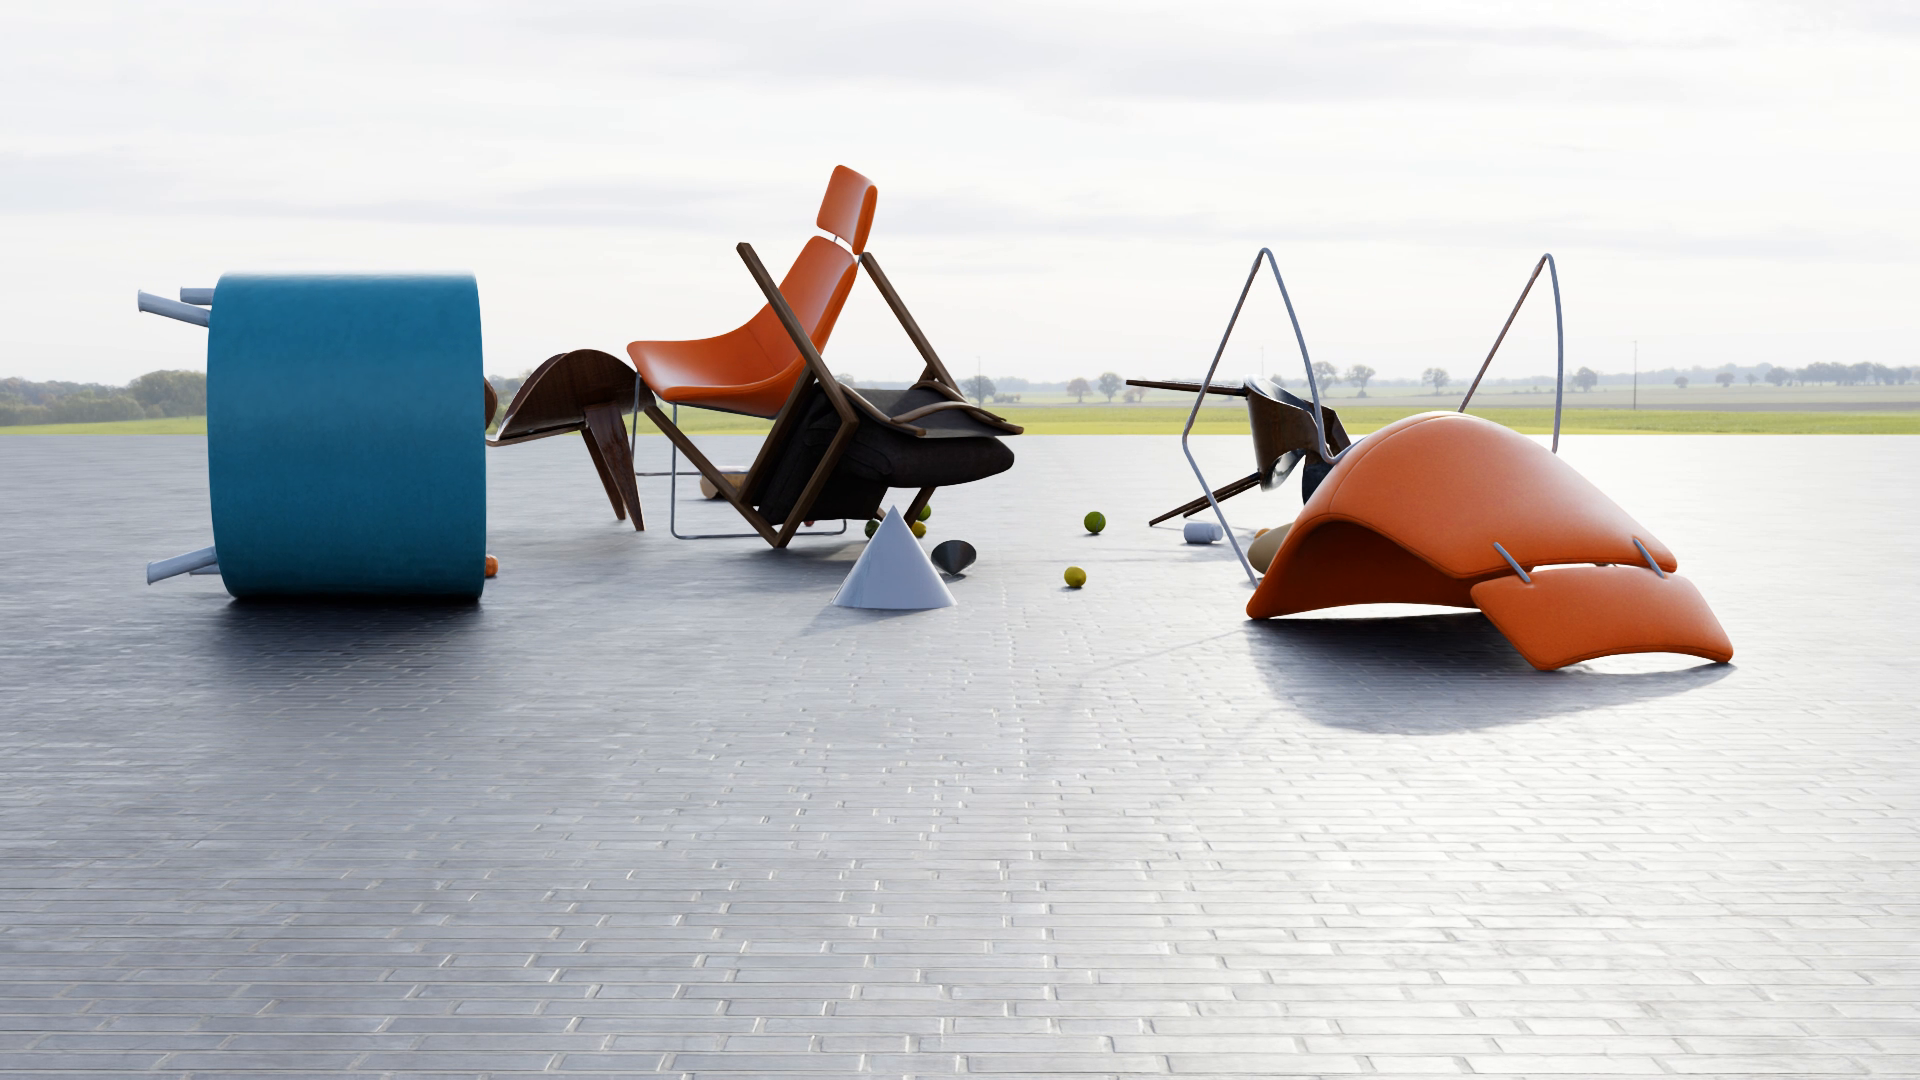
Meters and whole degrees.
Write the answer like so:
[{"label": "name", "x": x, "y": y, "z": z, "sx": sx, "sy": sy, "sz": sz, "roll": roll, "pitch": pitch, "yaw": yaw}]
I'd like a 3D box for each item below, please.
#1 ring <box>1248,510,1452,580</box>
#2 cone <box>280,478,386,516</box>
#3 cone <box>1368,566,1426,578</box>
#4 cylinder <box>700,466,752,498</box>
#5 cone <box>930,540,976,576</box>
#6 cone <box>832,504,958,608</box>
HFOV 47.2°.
[{"label": "ring", "x": 0.922, "y": 0.014, "z": 5.221, "sx": 0.483, "sy": 0.108, "sz": 0.184, "roll": -7, "pitch": 32, "yaw": 14}, {"label": "cone", "x": -2.165, "y": -0.118, "z": 7.799, "sx": 0.351, "sy": 0.131, "sz": 0.315, "roll": 13, "pitch": 9, "yaw": 22}, {"label": "cone", "x": 1.004, "y": 0.027, "z": 5.316, "sx": 0.258, "sy": 0.114, "sz": 0.164, "roll": 3, "pitch": 5, "yaw": 35}, {"label": "cylinder", "x": -0.961, "y": -0.237, "z": 9.041, "sx": 0.144, "sy": 0.128, "sz": 0.252, "roll": -2, "pitch": -3, "yaw": -24}, {"label": "cone", "x": -0.017, "y": 0.063, "z": 5.309, "sx": 0.107, "sy": 0.067, "sz": 0.119, "roll": 33, "pitch": -53, "yaw": -26}, {"label": "cone", "x": -0.139, "y": 0.028, "z": 4.616, "sx": 0.280, "sy": 0.209, "sz": 0.239, "roll": 3, "pitch": 5, "yaw": 33}]
